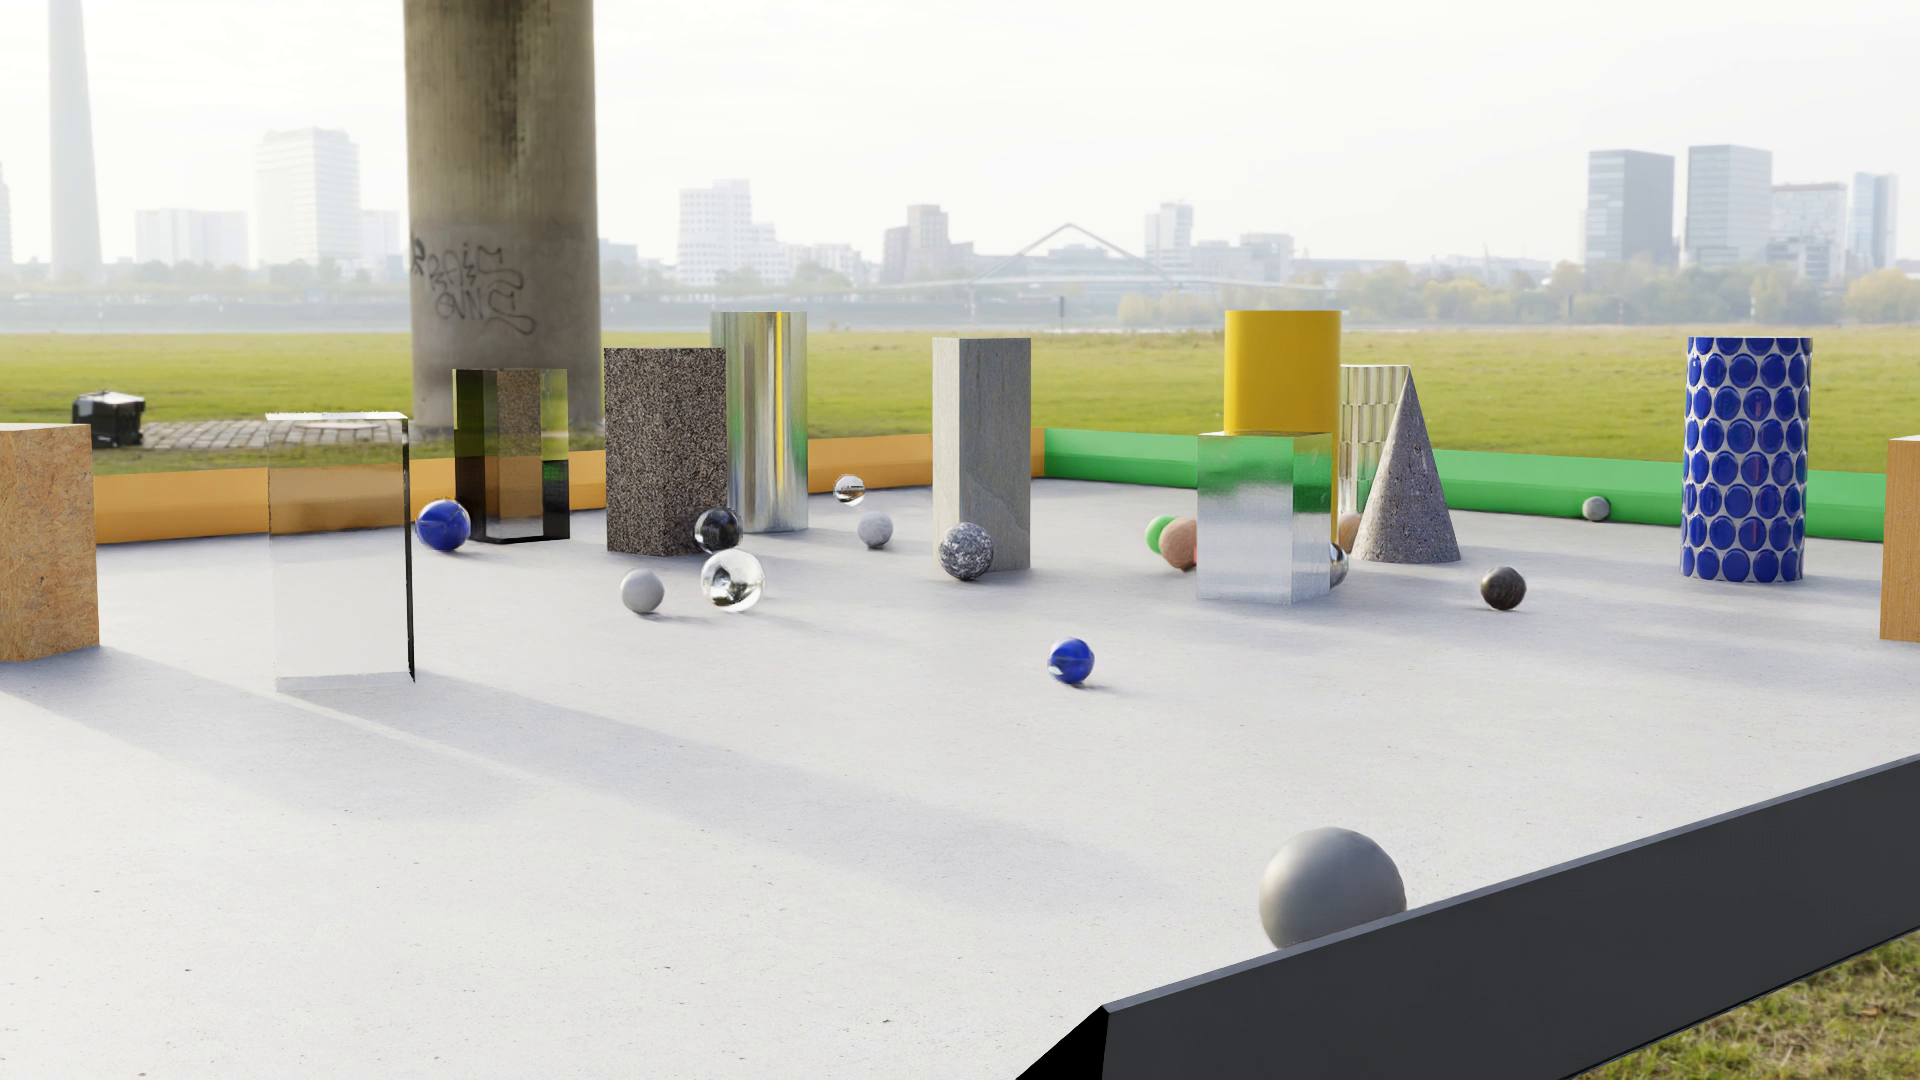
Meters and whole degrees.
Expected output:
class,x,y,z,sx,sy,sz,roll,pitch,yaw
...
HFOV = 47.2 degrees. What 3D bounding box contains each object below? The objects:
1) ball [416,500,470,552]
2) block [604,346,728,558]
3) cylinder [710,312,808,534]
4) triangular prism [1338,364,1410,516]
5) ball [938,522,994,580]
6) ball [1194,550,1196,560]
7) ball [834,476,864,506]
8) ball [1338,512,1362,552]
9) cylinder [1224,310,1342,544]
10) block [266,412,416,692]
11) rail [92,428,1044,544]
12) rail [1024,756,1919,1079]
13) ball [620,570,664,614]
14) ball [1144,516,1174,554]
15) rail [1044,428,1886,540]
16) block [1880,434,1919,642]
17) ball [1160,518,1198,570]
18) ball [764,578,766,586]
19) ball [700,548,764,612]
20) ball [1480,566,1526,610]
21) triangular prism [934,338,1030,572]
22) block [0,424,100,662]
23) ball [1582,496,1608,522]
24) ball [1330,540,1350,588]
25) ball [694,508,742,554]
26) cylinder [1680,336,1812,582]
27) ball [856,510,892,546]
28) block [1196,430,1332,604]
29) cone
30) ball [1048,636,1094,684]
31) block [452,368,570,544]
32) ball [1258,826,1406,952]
class,x,y,z,sx,sy,sz,roll,pitch,yaw
ball,-0.953,-0.027,4.063,0.097,0.097,0.097,0,6,0
block,-0.544,-0.167,4.071,0.158,0.376,0.158,5,8,40
cylinder,-0.409,-0.243,4.479,0.197,0.442,0.197,0,6,0
triangular prism,0.757,-0.169,4.267,0.171,0.339,0.148,-6,8,-43
ball,0.010,0.018,3.644,0.095,0.095,0.095,0,6,0
ball,0.429,0.026,3.694,0.070,0.070,0.070,0,6,0
ball,-0.252,-0.113,5.028,0.069,0.069,0.069,0,6,0
ball,0.720,-0.015,4.066,0.073,0.073,0.073,0,6,0
cylinder,0.550,-0.170,3.767,0.197,0.444,0.197,0,6,0
block,-0.750,0.009,2.659,0.158,0.318,0.158,-2,6,-18
rail,-1.180,-0.100,4.604,3.876,0.128,0.045,-5,8,-42
rail,1.180,0.166,2.060,3.876,0.128,0.045,-5,8,-42
ball,-0.469,0.076,3.241,0.065,0.065,0.065,0,6,0
ball,0.373,-0.008,4.017,0.070,0.070,0.070,0,6,0
rail,1.407,-0.101,4.623,0.045,0.128,3.529,-5,8,-42
block,1.361,-0.002,2.988,0.158,0.271,0.158,5,8,38
ball,0.388,0.006,3.786,0.089,0.089,0.089,0,6,0
ball,-0.327,0.065,3.425,0.048,0.048,0.048,0,6,0
ball,-0.336,0.060,3.253,0.094,0.094,0.094,0,6,0
ball,0.810,0.071,3.277,0.067,0.067,0.067,0,6,0
triangular prism,0.009,-0.149,3.792,0.148,0.398,0.171,6,8,44
block,-1.249,-0.001,2.876,0.158,0.294,0.158,1,6,13
ball,1.344,-0.066,4.649,0.054,0.054,0.054,0,6,0
ball,0.581,0.040,3.514,0.080,0.080,0.080,0,6,0
ball,-0.442,-0.016,4.018,0.085,0.085,0.085,0,6,0
cylinder,1.317,-0.140,3.687,0.197,0.400,0.197,0,6,0
ball,-0.161,-0.021,4.151,0.068,0.068,0.068,0,6,0
block,0.475,-0.039,3.430,0.158,0.254,0.158,4,7,31
cone,0.806,-0.140,3.959,0.197,0.344,0.197,0,6,0
ball,0.133,0.144,2.628,0.057,0.057,0.057,0,6,0
block,-0.874,-0.167,4.283,0.158,0.331,0.158,-6,8,-44
ball,0.250,0.243,1.480,0.099,0.099,0.099,0,6,0
